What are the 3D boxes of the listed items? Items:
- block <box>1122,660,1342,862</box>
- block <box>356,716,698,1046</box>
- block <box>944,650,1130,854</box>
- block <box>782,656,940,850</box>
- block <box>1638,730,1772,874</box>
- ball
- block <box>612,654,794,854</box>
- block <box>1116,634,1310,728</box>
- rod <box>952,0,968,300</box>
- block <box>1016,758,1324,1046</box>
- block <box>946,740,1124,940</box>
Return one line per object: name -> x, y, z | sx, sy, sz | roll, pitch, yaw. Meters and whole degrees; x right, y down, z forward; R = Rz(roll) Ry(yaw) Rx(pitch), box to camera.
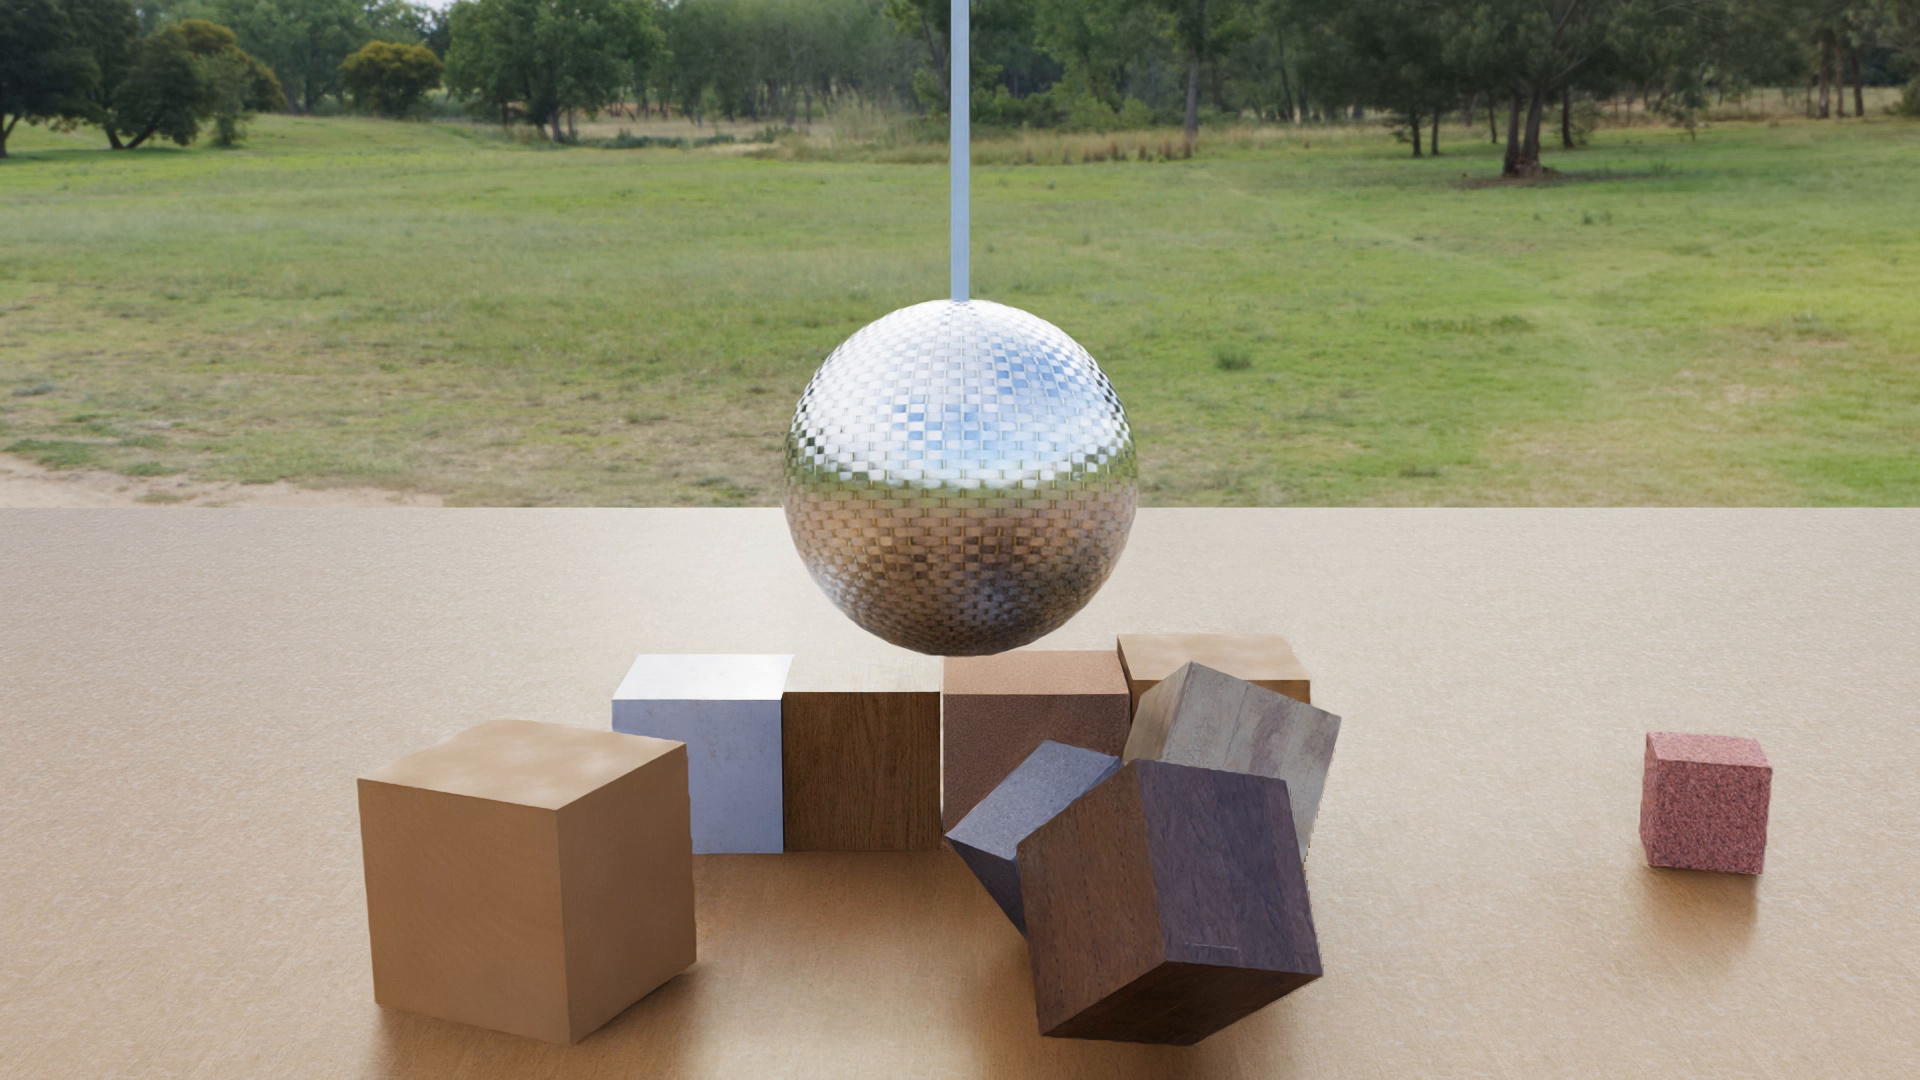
block -> 1.181, 1.100, 10.101 | 0.740, 0.734, 0.816 | 21, -18, -5
block -> -1.776, 1.379, 9.136 | 0.980, 0.978, 0.912 | 5, 14, 26
block -> 0.375, 1.078, 11.338 | 0.919, 0.823, 0.943 | 0, 10, 0
block -> -0.491, 1.085, 11.316 | 0.779, 0.816, 0.740 | 0, 10, 0
block -> 3.688, 1.294, 10.907 | 0.527, 0.539, 0.535 | 3, 11, 11
ball -> 0.000, -0.272, 9.824 | 1.600, 1.600, 1.600 | 0, 10, 0
block -> -1.301, 1.088, 11.369 | 0.834, 0.792, 0.960 | 0, 10, 0
block -> 1.282, 1.033, 11.380 | 0.874, 0.895, 1.025 | 0, 10, 0
rod -> 0.000, -3.670, 9.947 | 0.080, 5.200, 0.080 | 0, -2, 0
block -> 0.769, 1.389, 8.318 | 0.694, 0.771, 0.851 | 11, -34, -28
block -> 0.476, 1.341, 9.495 | 0.639, 0.620, 0.693 | -42, 16, -17
